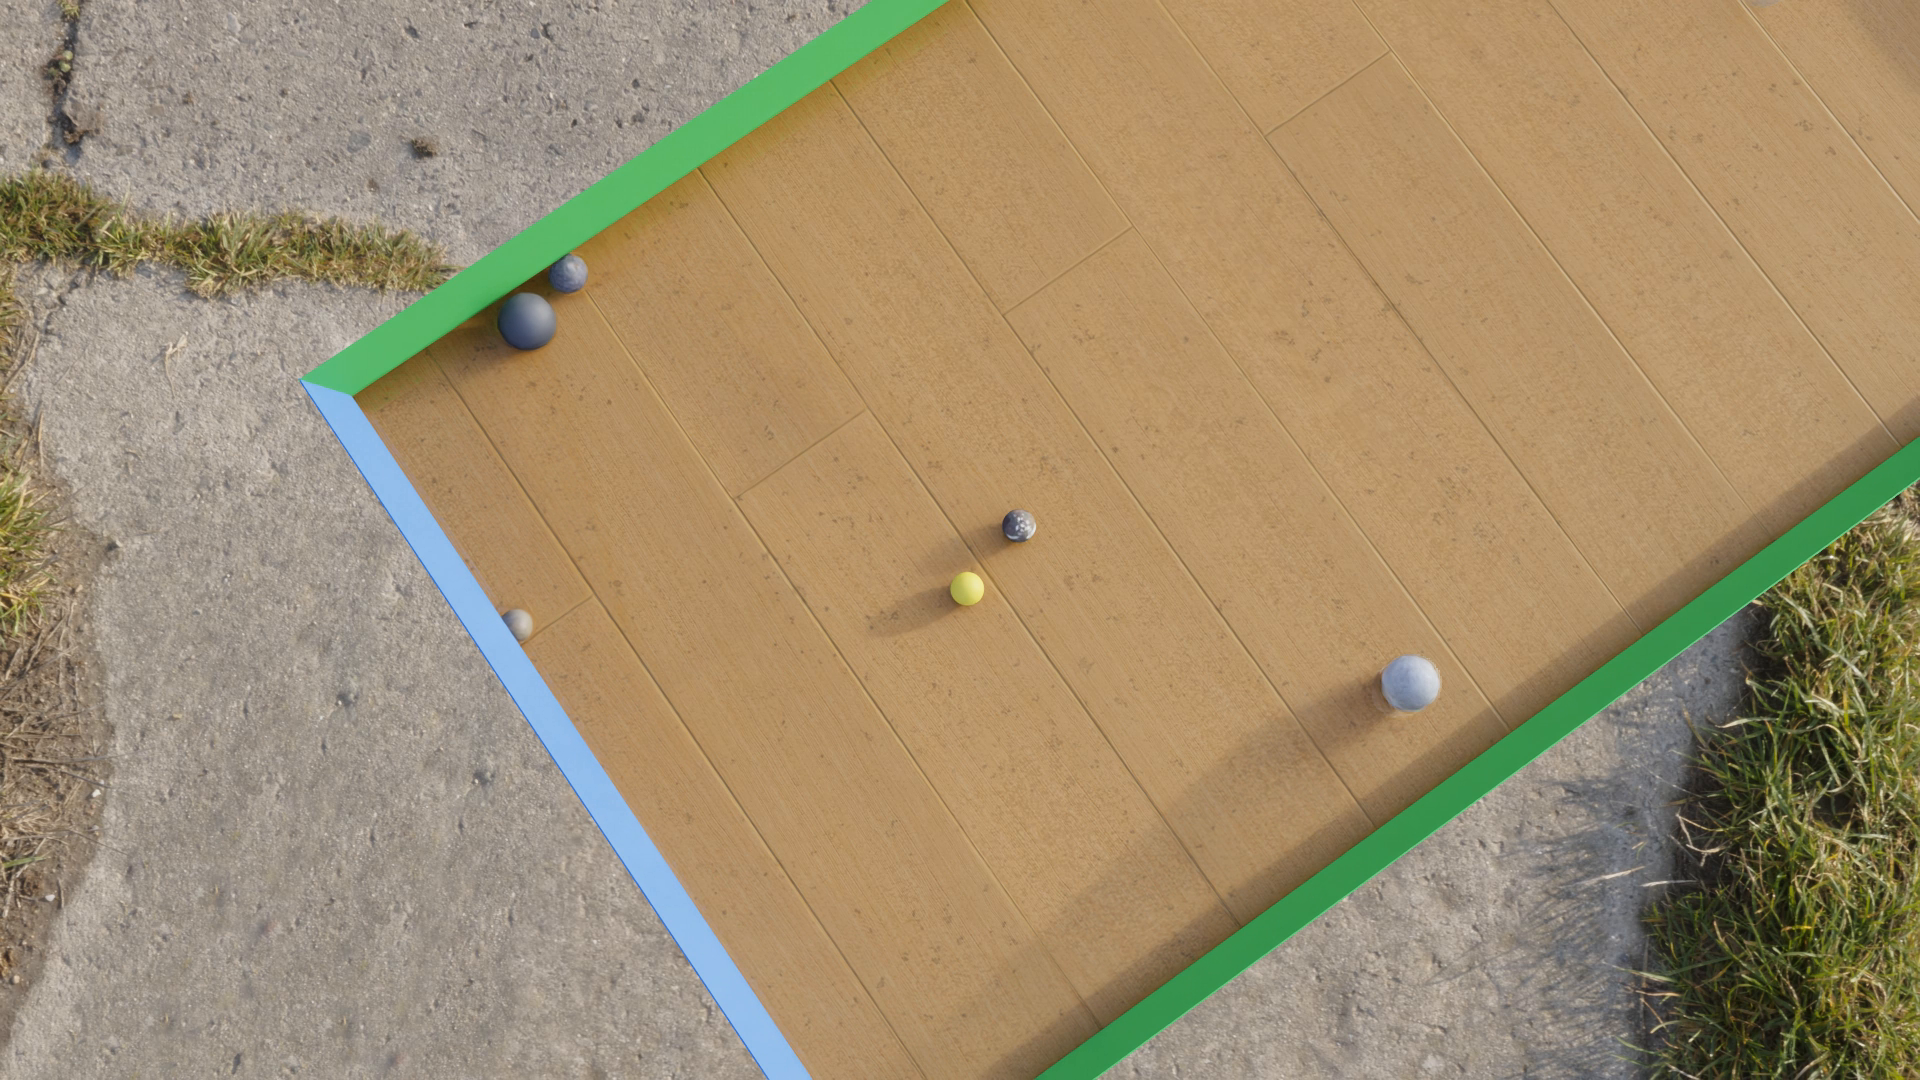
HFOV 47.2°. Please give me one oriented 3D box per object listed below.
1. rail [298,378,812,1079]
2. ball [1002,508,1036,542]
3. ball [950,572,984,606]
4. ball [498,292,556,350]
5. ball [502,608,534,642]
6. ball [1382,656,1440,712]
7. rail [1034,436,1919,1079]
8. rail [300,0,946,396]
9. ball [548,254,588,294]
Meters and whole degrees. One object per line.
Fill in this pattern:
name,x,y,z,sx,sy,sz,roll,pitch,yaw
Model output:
rail,-0.527,0.361,3.196,0.045,0.114,1.493,-35,82,-6
ball,0.089,-0.021,3.296,0.051,0.051,0.051,0,80,0
ball,0.011,0.073,3.280,0.051,0.051,0.051,0,80,0
ball,-0.656,-0.331,3.332,0.088,0.088,0.088,0,80,0
ball,-0.660,0.127,3.271,0.051,0.051,0.051,0,80,0
ball,0.663,0.212,3.239,0.084,0.084,0.084,0,80,0
rail,0.963,0.198,3.225,2.675,0.114,0.045,-35,82,-6
rail,0.131,-0.966,3.429,2.675,0.114,0.045,-35,82,-6
ball,-0.598,-0.407,3.359,0.060,0.060,0.060,0,80,0
